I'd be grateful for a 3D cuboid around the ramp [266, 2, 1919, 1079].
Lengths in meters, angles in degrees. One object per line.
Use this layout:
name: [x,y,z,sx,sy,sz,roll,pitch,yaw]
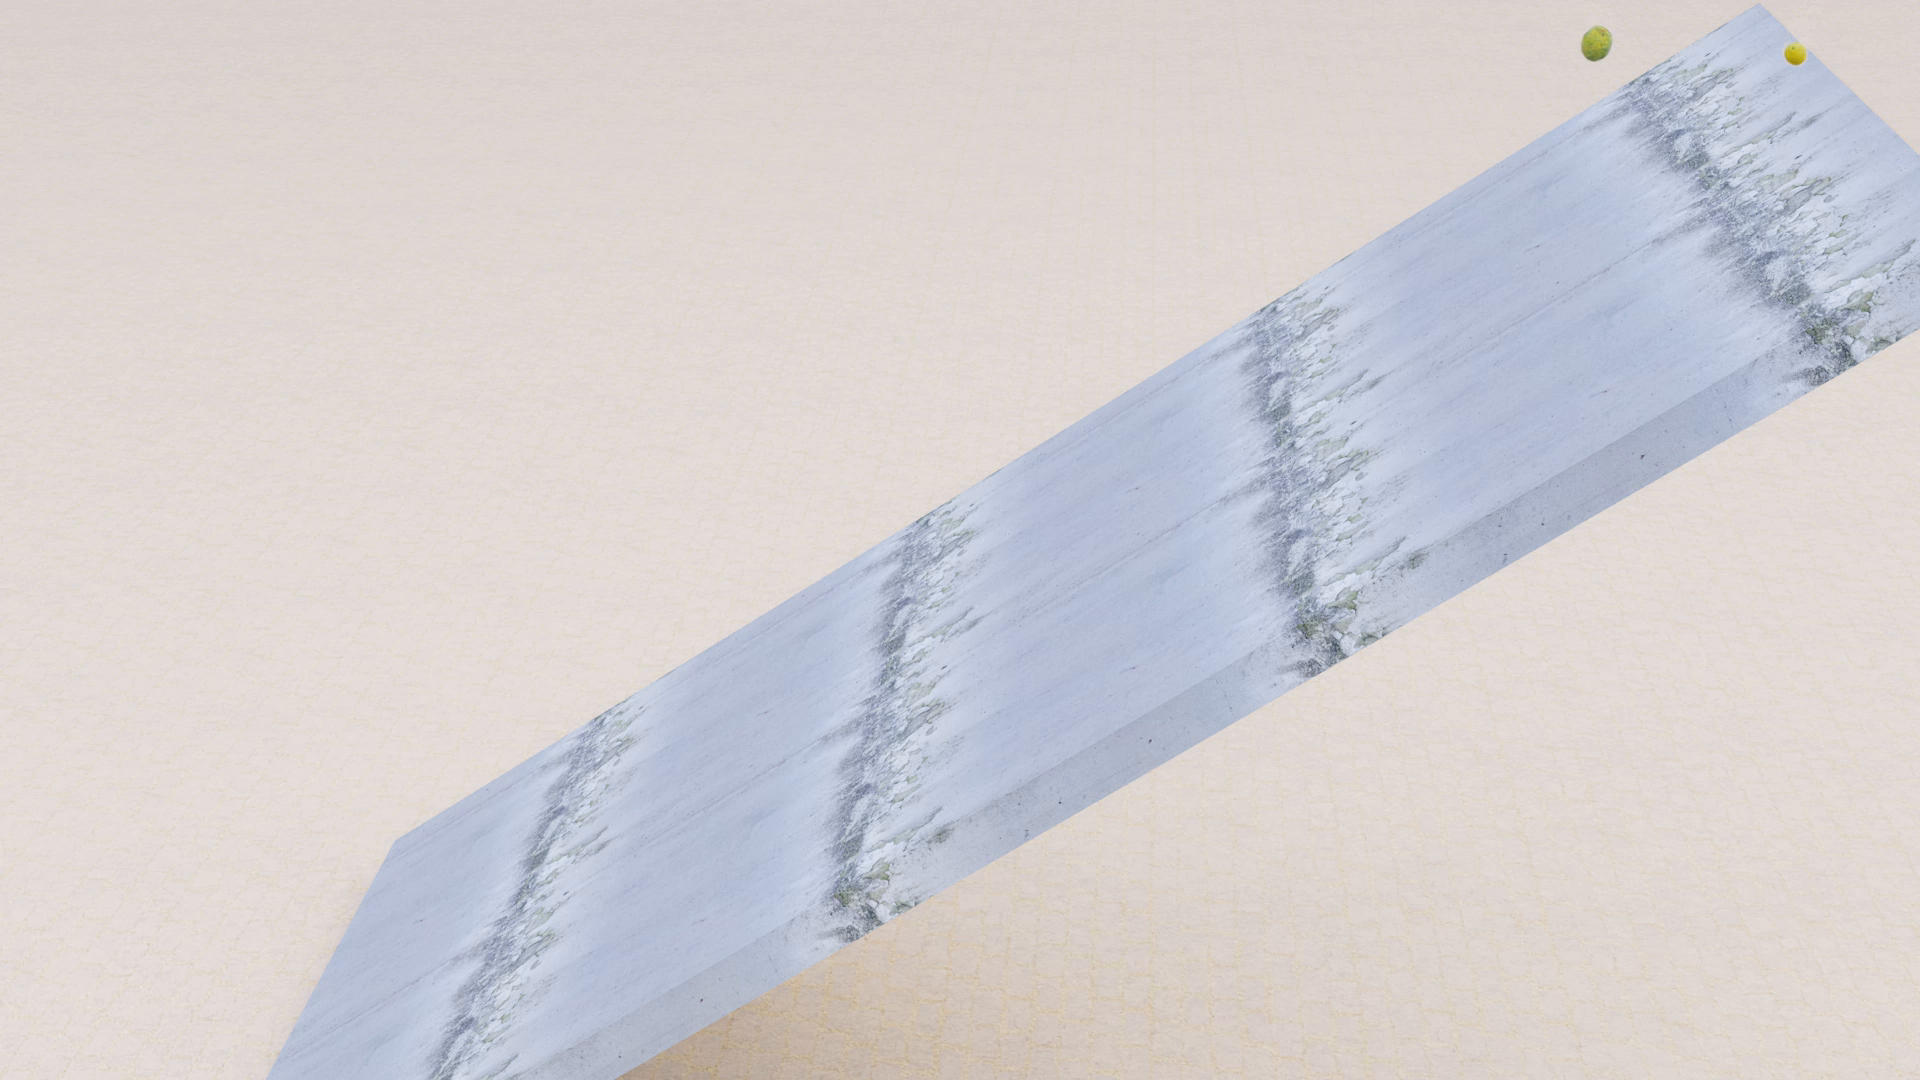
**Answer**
ramp: [0.138,0.172,6.299,4.000,0.100,2.000,-31,16,14]
